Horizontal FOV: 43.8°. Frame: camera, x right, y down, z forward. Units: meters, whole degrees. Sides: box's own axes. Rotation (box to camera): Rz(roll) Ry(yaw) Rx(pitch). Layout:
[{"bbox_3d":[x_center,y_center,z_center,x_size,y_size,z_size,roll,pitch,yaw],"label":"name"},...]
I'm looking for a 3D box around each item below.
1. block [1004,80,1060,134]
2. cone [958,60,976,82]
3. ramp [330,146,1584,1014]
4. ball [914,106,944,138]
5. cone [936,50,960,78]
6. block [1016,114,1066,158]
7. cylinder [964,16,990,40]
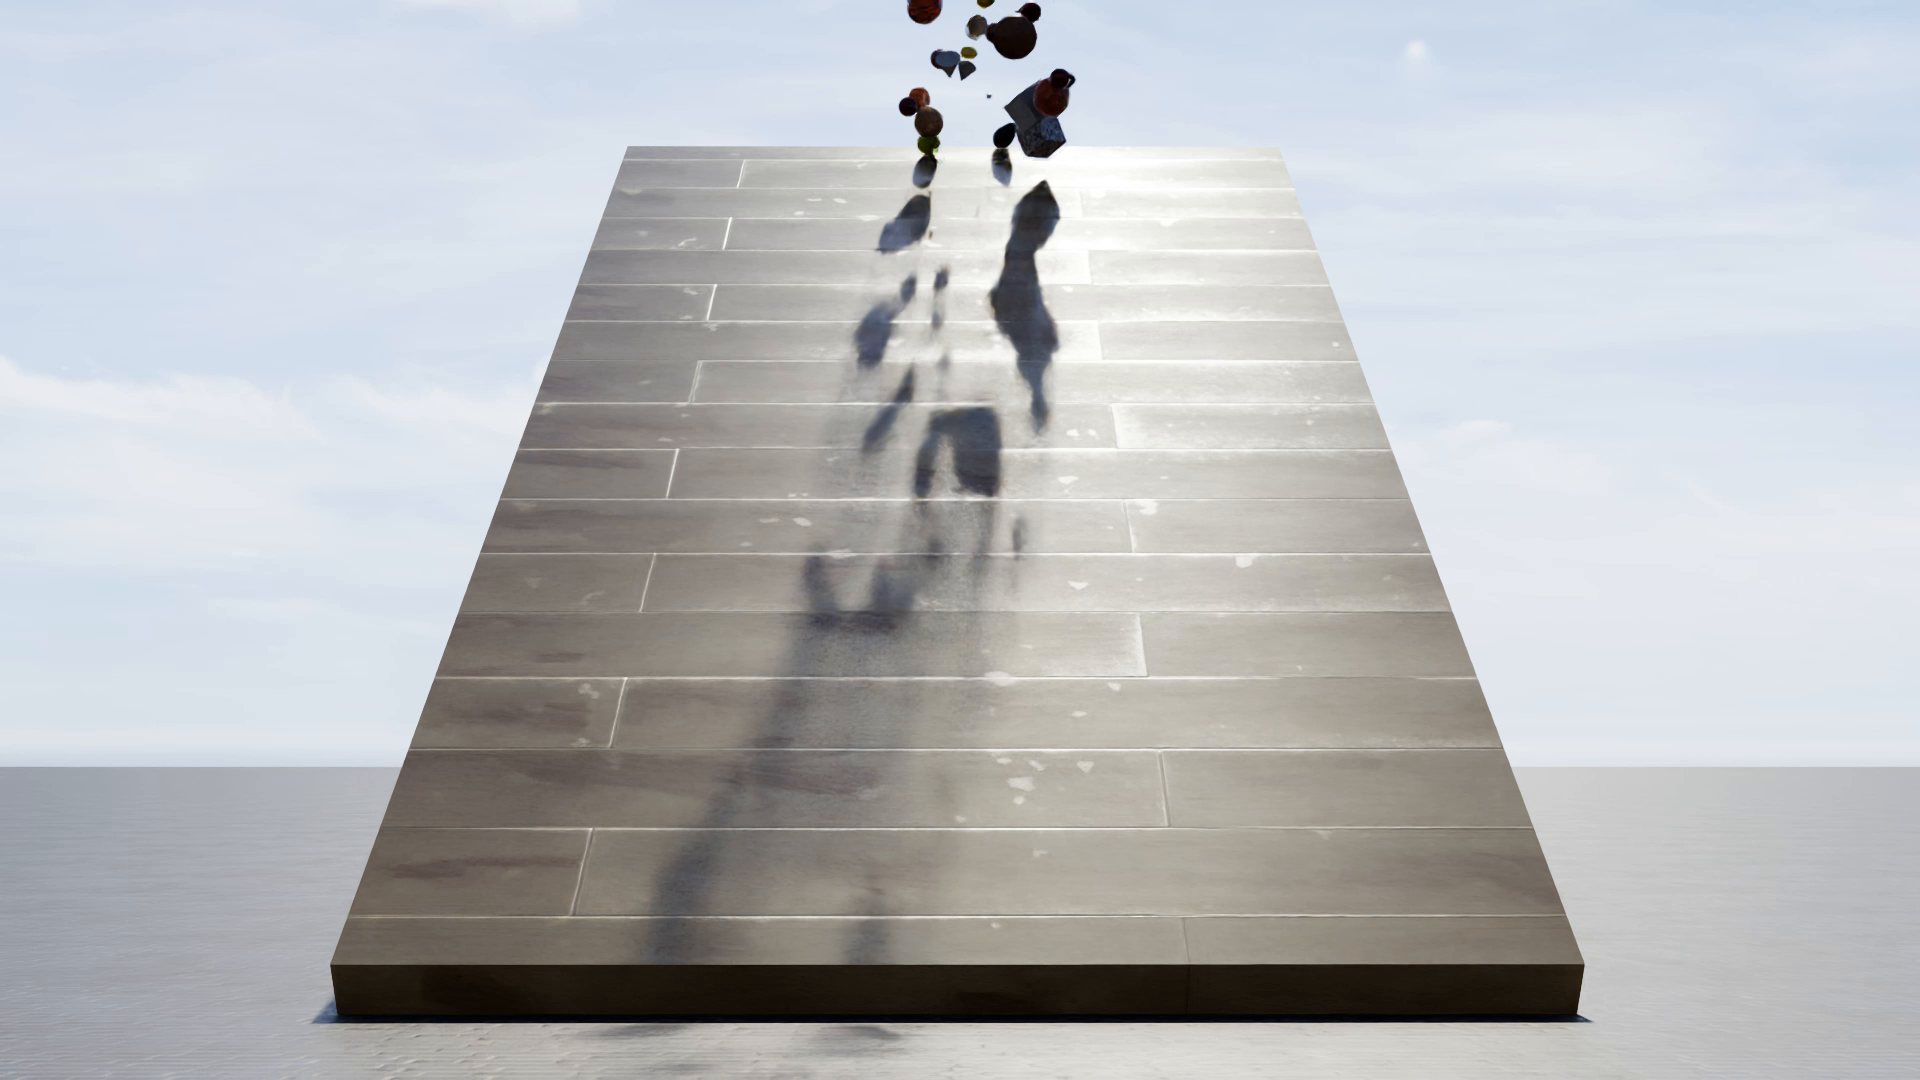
[{"bbox_3d":[0.210,-1.272,7.006,0.096,0.096,0.096,-40,5,-30],"label":"block"},{"bbox_3d":[0.012,-1.411,7.225,0.059,0.059,0.059,16,-24,7],"label":"cone"},{"bbox_3d":[-0.011,-0.222,5.592,2.000,0.100,4.000,0,28,0],"label":"ramp"},{"bbox_3d":[-0.094,-1.258,7.182,0.090,0.090,0.090,0,-5,0],"label":"ball"},{"bbox_3d":[-0.032,-1.374,6.962,0.074,0.074,0.074,-1,-40,6],"label":"cone"},{"bbox_3d":[0.241,-1.206,7.122,0.094,0.094,0.094,-5,-22,-43],"label":"block"},{"bbox_3d":[0.047,-1.481,6.905,0.059,0.059,0.059,2,18,-20],"label":"cylinder"}]
